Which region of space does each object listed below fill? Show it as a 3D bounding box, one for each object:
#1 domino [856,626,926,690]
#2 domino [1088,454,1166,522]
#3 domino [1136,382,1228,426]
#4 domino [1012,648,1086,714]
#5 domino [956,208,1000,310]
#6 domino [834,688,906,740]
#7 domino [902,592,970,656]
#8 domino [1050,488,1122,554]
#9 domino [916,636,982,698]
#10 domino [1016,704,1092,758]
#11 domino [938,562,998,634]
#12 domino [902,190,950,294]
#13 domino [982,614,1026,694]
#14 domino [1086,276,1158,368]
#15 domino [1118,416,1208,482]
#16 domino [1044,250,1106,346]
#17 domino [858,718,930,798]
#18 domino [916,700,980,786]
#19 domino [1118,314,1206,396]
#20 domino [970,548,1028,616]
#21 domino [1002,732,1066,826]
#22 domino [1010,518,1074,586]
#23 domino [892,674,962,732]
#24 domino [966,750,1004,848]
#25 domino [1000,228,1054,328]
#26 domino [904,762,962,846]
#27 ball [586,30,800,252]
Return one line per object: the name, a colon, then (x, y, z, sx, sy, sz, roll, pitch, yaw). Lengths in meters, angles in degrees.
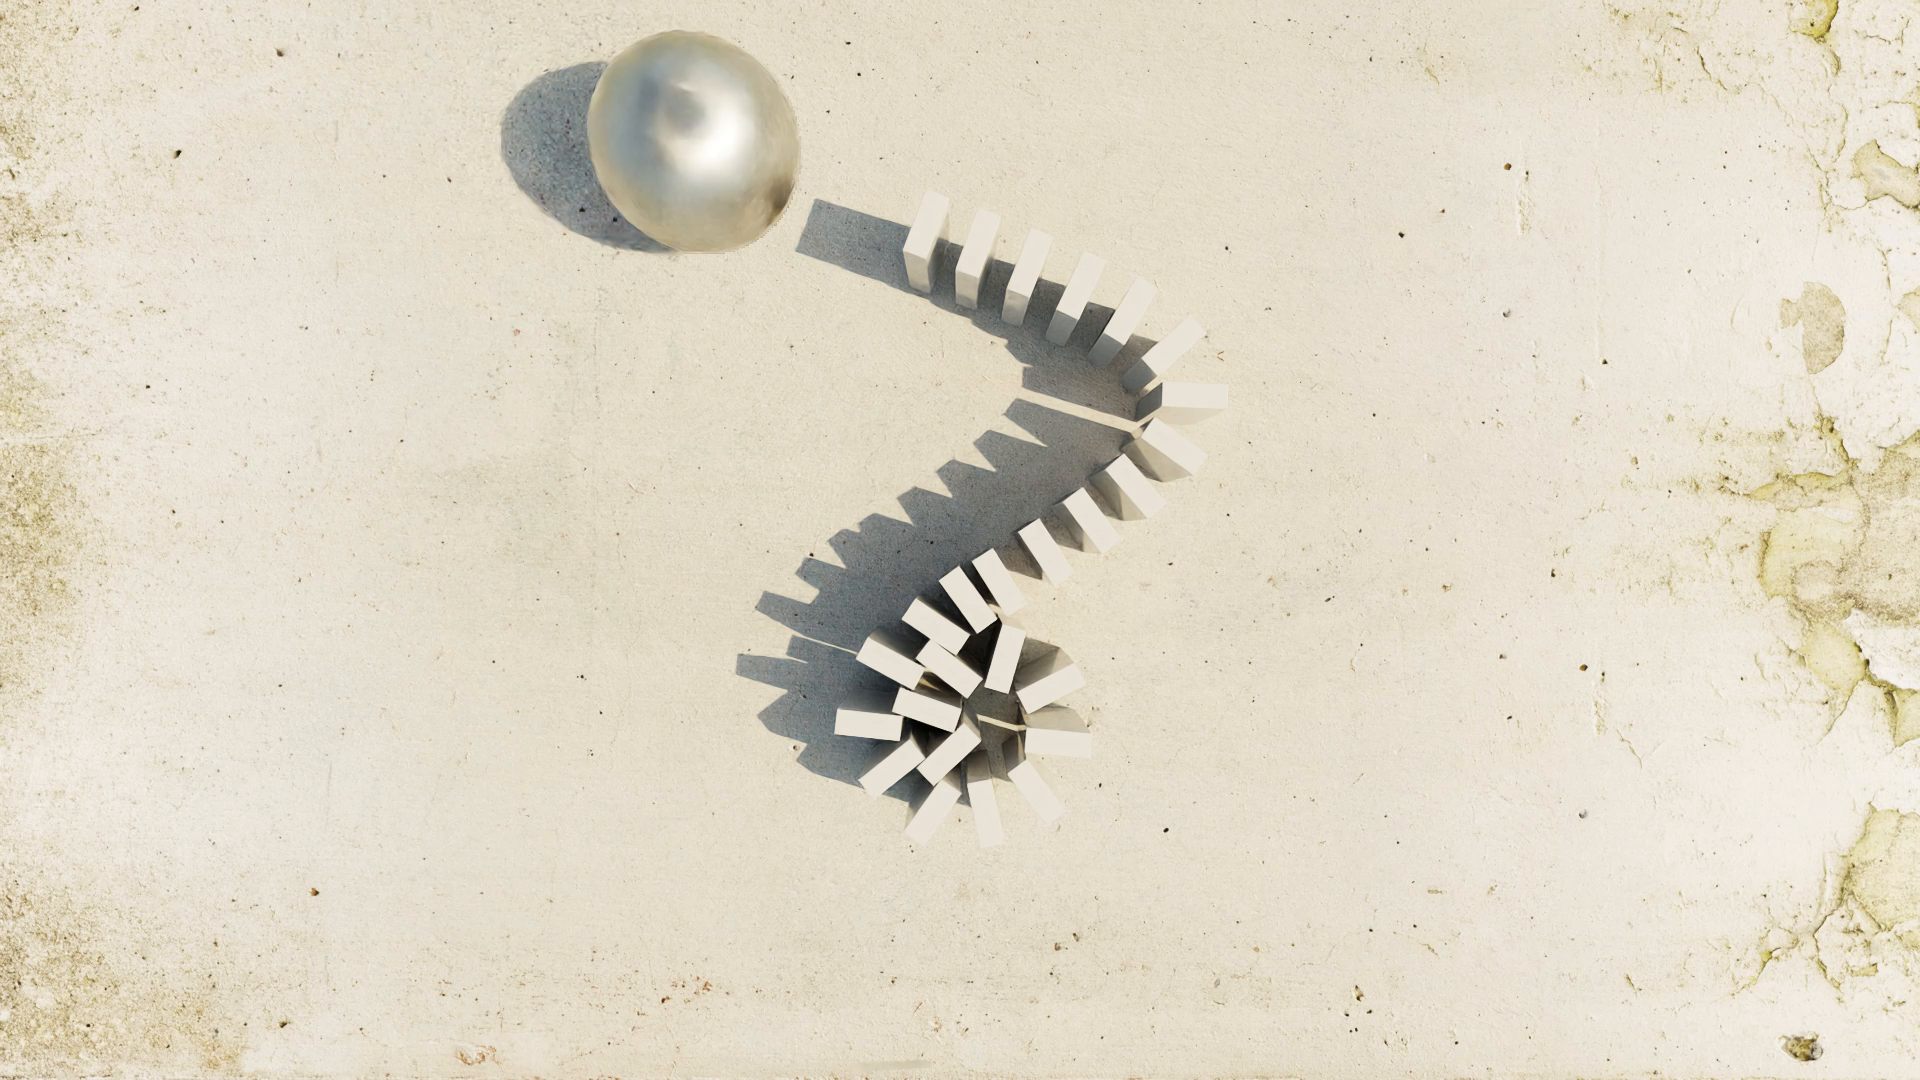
domino: (-0.027, 0.047, 0.375, 0.025, 0.050, 0.010, 28, 90, 0)
domino: (0.067, -0.021, 0.375, 0.009, 0.050, 0.025, -41, 90, 0)
domino: (0.090, -0.055, 0.375, 0.025, 0.050, 0.010, 3, 90, 0)
domino: (0.035, 0.057, 0.375, 0.025, 0.050, 0.009, -27, 90, 0)
domino: (0.007, -0.114, 0.375, 0.009, 0.050, 0.025, 20, 90, 0)
domino: (-0.035, 0.071, 0.375, 0.025, 0.050, 0.009, 6, 90, 0)
domino: (-0.009, 0.033, 0.375, 0.025, 0.050, 0.009, 34, 90, 0)
domino: (0.050, -0.007, 0.375, 0.010, 0.050, 0.025, -37, 90, 0)
domino: (-0.004, 0.049, 0.375, 0.025, 0.050, 0.009, 38, 90, 0)
domino: (0.037, 0.078, 0.375, 0.025, 0.050, 0.010, 5, 90, 0)
domino: (0.003, 0.023, 0.375, 0.009, 0.050, 0.025, -36, 90, 0)
domino: (-0.013, -0.121, 0.375, 0.010, 0.050, 0.025, 21, 90, 0)
domino: (0.017, 0.045, 0.375, 0.009, 0.050, 0.025, 16, 90, 0)
domino: (0.065, -0.088, 0.375, 0.010, 0.050, 0.025, 31, 90, 0)
domino: (0.082, -0.036, 0.375, 0.025, 0.050, 0.009, 36, 90, 0)
domino: (0.046, -0.097, 0.375, 0.009, 0.050, 0.025, 25, 90, 0)
domino: (-0.026, 0.088, 0.375, 0.025, 0.050, 0.009, -39, 90, 0)
domino: (-0.004, 0.082, 0.375, 0.025, 0.050, 0.009, -43, 90, 0)
domino: (0.082, -0.074, 0.375, 0.025, 0.050, 0.010, -42, 90, 0)
domino: (0.015, 0.016, 0.375, 0.009, 0.050, 0.025, -32, 90, 0)
domino: (0.029, 0.096, 0.375, 0.009, 0.050, 0.025, -37, 90, 0)
domino: (0.033, 0.005, 0.375, 0.009, 0.050, 0.025, -33, 90, 0)
domino: (-0.013, 0.065, 0.375, 0.025, 0.050, 0.009, 19, 90, 0)
domino: (0.010, 0.104, 0.375, 0.009, 0.050, 0.025, -12, 90, 0)
domino: (0.027, -0.106, 0.375, 0.010, 0.050, 0.025, 22, 90, 0)
domino: (-0.011, 0.104, 0.375, 0.009, 0.050, 0.025, 36, 90, 0)
ball: (-0.103, -0.155, 0.360, 0.080, 0.080, 0.080, 0, 90, 0)
